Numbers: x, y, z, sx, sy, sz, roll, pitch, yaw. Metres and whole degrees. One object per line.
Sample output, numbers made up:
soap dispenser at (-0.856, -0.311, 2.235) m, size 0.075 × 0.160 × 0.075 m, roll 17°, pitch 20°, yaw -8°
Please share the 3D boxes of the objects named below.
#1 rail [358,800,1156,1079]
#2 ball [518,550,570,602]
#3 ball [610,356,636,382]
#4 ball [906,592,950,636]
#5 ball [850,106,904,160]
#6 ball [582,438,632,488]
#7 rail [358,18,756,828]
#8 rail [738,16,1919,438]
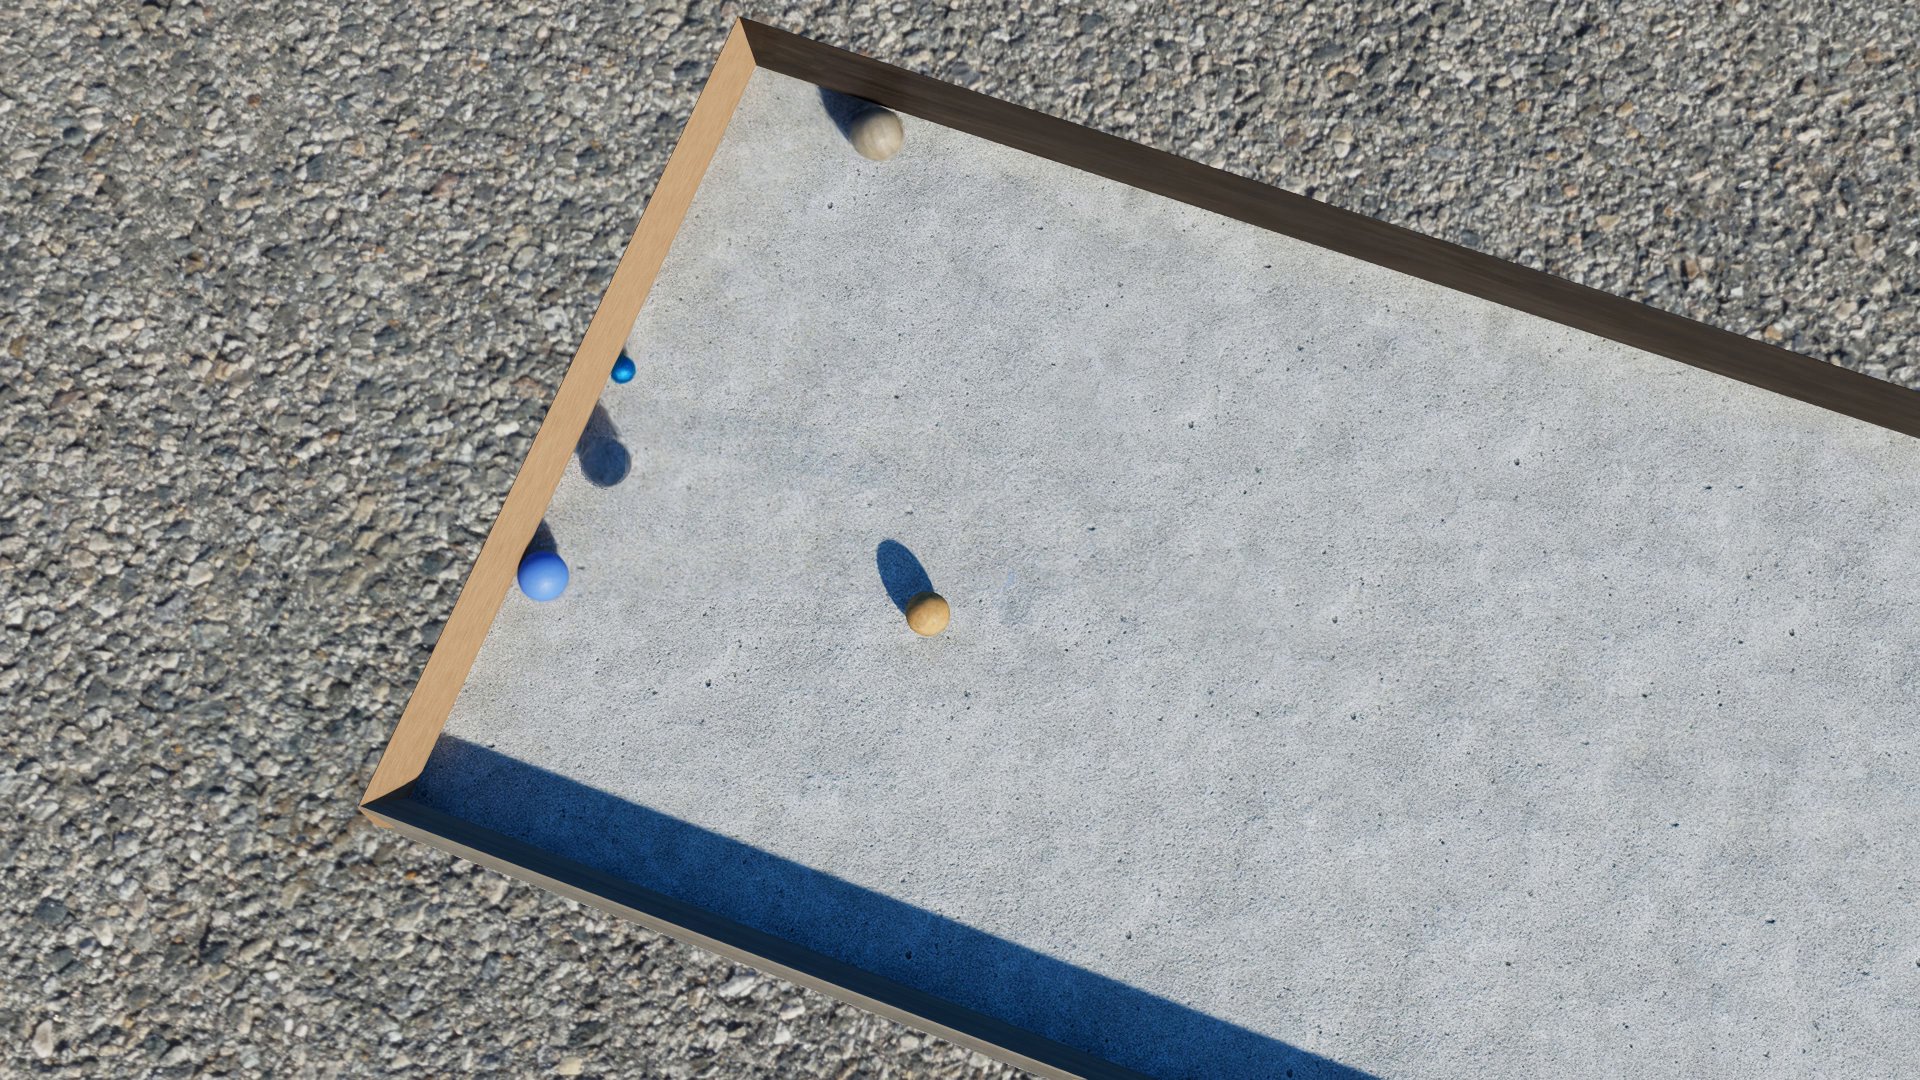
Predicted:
rail at (0.384, 0.828, 3.120) m, size 2.690 × 0.117 × 0.045 m, roll 19°, pitch 70°, yaw 7°
ball at (-0.652, 0.056, 3.440) m, size 0.080 × 0.080 × 0.080 m, roll 0°, pitch 69°, yaw 0°
ball at (-0.551, -0.279, 3.589) m, size 0.044 × 0.044 × 0.044 m, roll 0°, pitch 69°, yaw 0°
ball at (-0.050, 0.115, 3.423) m, size 0.070 × 0.070 × 0.070 m, roll 0°, pitch 69°, yaw 0°
ball at (-0.141, -0.688, 3.722) m, size 0.090 × 0.090 × 0.090 m, roll 0°, pitch 69°, yaw 0°
ball at (-0.563, -0.124, 3.510) m, size 0.079 × 0.079 × 0.079 m, roll 0°, pitch 69°, yaw 0°
rail at (-0.608, -0.220, 3.526) m, size 0.045 × 0.117 × 1.464 m, roll 19°, pitch 70°, yaw 7°
rail at (0.877, -0.411, 3.600) m, size 2.690 × 0.117 × 0.045 m, roll 19°, pitch 70°, yaw 7°
